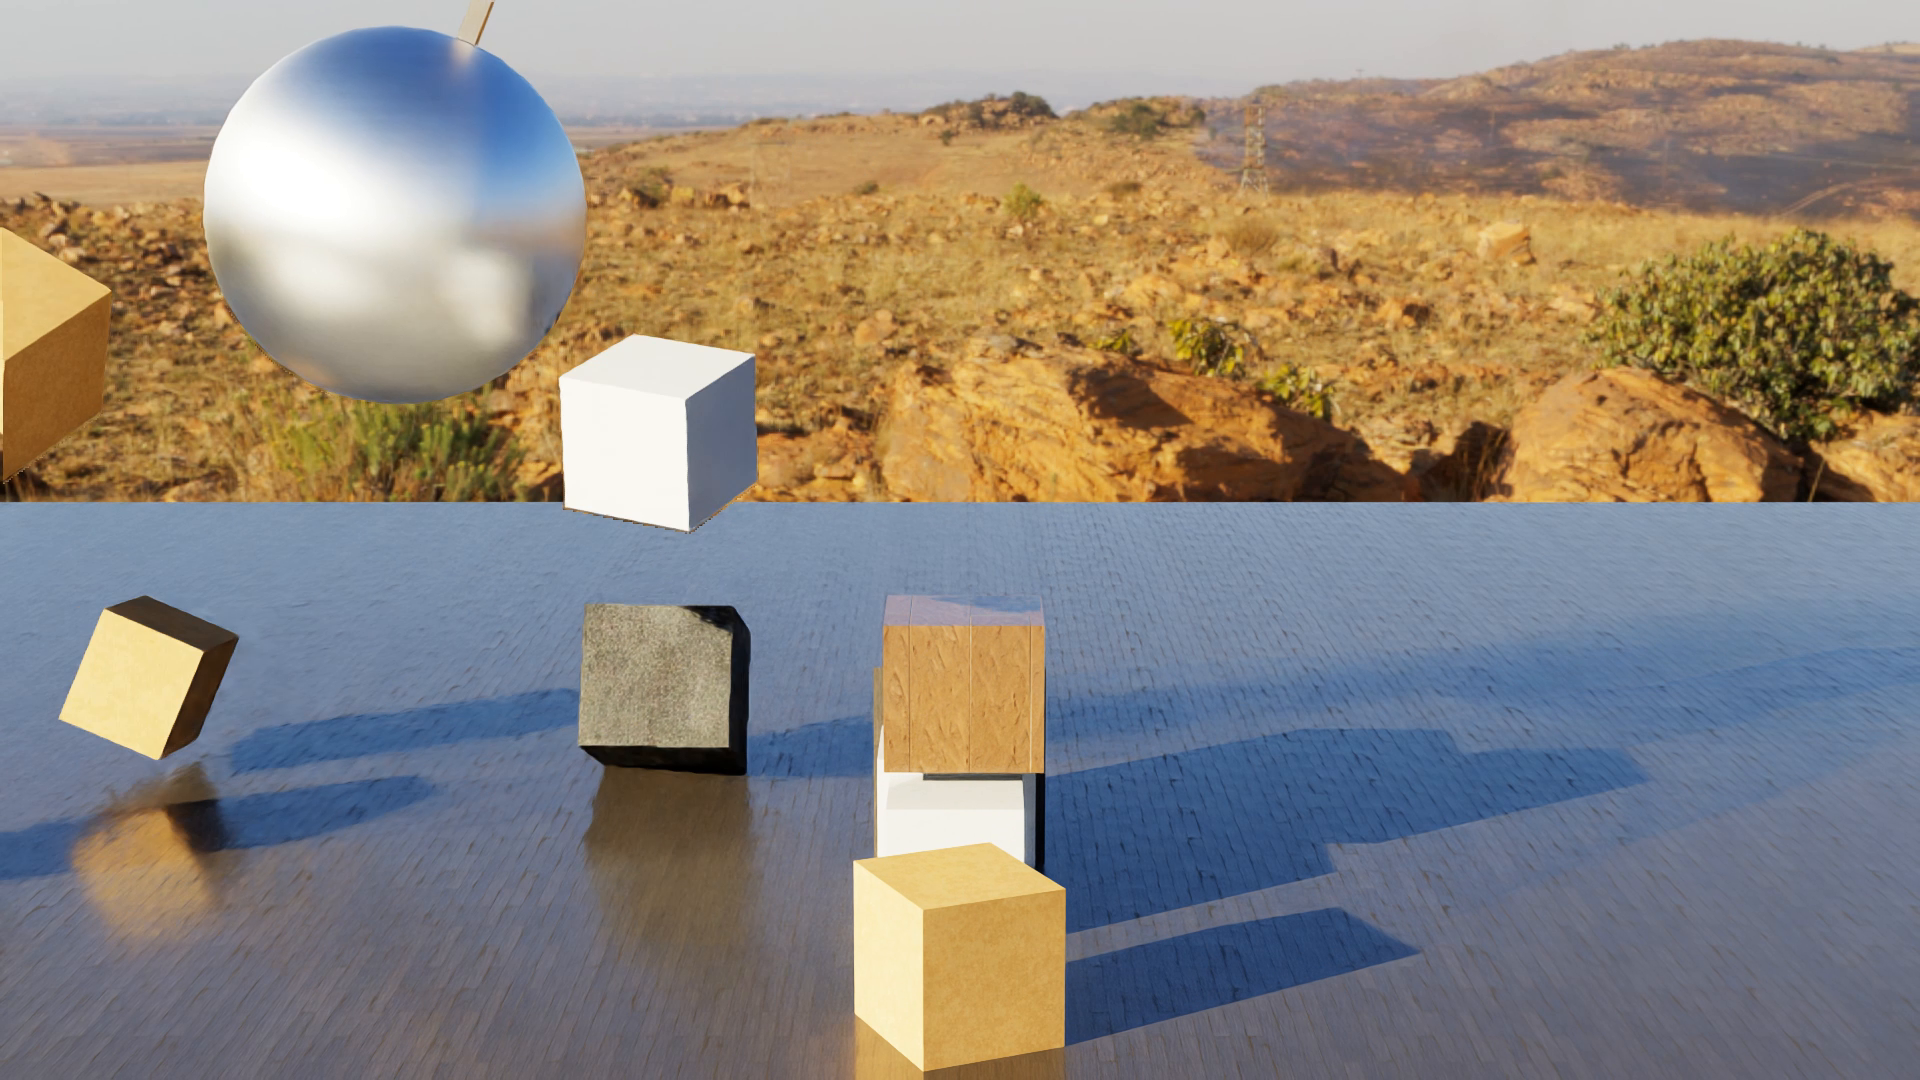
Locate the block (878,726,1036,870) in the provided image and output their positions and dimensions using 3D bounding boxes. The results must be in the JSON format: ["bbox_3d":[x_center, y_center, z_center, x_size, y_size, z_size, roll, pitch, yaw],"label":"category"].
[{"bbox_3d":[-0.014,1.193,11.226,0.672,0.635,0.578,0,10,0],"label":"block"}]

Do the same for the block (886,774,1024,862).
[{"bbox_3d":[-0.019,1.324,10.688,0.561,0.570,0.527,0,10,0],"label":"block"}]

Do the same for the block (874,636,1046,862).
[{"bbox_3d":[0.007,0.934,11.916,0.768,0.899,0.862,0,10,1],"label":"block"}]

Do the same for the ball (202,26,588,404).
[{"bbox_3d":[-2.394,-1.378,10.930,1.600,1.600,1.600,0,10,0],"label":"ball"}]

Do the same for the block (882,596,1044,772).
[{"bbox_3d":[0.017,0.606,10.931,0.667,0.627,0.620,0,10,0],"label":"block"}]

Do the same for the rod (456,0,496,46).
[{"bbox_3d":[-1.037,-4.445,10.372,0.080,5.200,0.080,23,9,-4],"label":"rod"}]

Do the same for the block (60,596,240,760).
[{"bbox_3d":[-4.126,0.694,13.096,0.535,0.598,0.667,23,4,-2],"label":"block"}]

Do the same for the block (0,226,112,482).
[{"bbox_3d":[-3.898,-0.755,10.387,0.578,0.657,0.624,29,41,9],"label":"block"}]

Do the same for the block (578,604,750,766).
[{"bbox_3d":[-1.472,0.740,12.894,0.734,0.701,0.736,0,-12,2],"label":"block"}]

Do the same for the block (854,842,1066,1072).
[{"bbox_3d":[-0.008,1.526,9.491,0.565,0.601,0.634,-5,11,-24],"label":"block"}]

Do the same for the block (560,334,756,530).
[{"bbox_3d":[-1.177,-0.431,10.084,0.550,0.540,0.560,11,25,21],"label":"block"}]
